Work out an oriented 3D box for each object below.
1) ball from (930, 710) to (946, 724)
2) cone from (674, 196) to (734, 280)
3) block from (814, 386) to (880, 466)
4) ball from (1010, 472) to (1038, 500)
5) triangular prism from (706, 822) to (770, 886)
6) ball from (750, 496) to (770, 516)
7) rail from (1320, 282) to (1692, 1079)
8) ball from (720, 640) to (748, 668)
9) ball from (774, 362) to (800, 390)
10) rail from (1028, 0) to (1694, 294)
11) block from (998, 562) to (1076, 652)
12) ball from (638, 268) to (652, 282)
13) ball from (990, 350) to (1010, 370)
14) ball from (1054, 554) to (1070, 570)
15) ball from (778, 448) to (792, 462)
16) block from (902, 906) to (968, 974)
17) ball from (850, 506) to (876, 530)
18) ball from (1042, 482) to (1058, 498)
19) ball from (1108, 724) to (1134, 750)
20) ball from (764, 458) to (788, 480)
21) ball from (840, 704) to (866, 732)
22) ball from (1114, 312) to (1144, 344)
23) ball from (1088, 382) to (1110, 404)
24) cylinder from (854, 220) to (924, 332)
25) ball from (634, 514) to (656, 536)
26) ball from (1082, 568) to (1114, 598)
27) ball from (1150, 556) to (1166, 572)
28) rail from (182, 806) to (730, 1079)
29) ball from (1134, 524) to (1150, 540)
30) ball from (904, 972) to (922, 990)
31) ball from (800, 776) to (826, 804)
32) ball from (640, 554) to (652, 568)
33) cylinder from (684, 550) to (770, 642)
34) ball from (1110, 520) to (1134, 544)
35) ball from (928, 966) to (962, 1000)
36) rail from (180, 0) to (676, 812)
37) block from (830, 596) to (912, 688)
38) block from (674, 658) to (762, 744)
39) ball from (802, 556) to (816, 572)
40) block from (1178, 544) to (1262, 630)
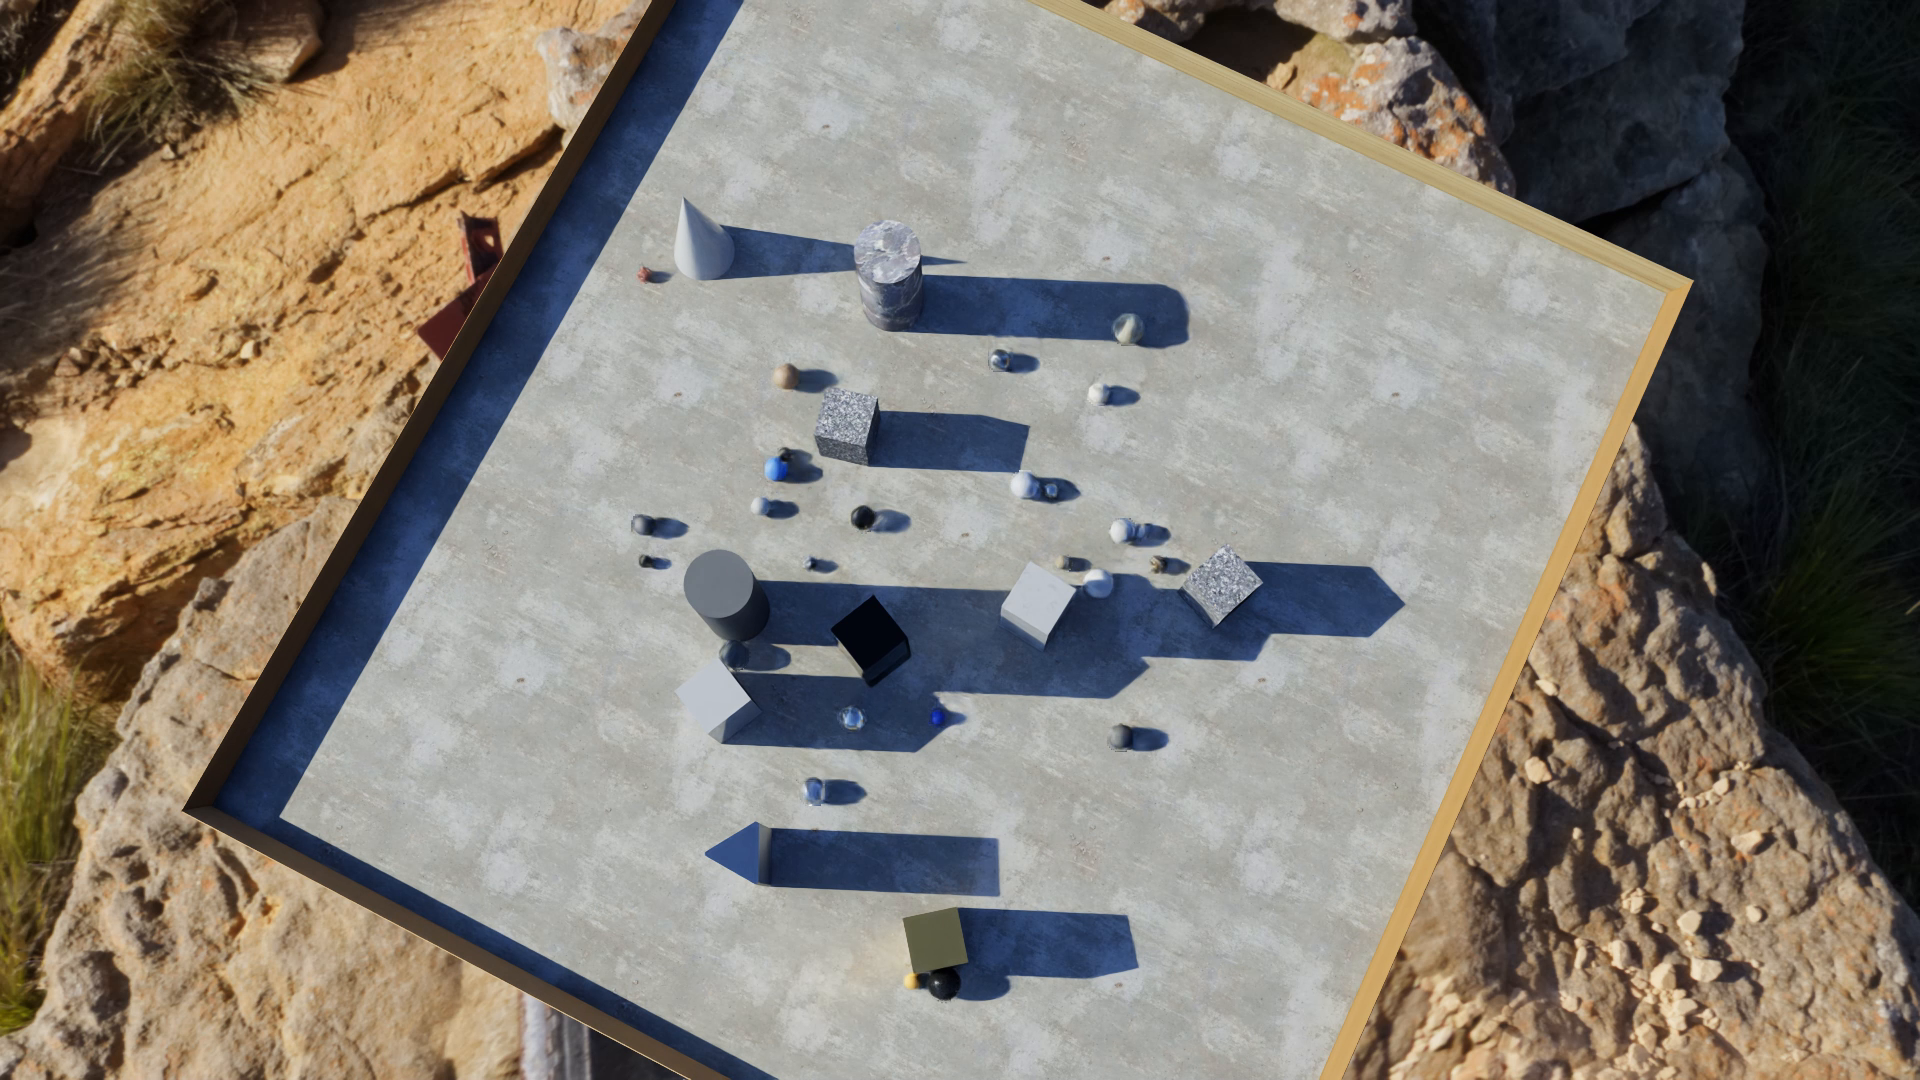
[{"bbox_3d":[-0.065,0.530,5.484,0.045,0.045,0.045,0,78,0],"label":"ball"},{"bbox_3d":[-0.810,-0.960,5.583,0.195,0.455,0.195,0,78,0],"label":"cone"},{"bbox_3d":[-0.339,-0.343,5.560,0.156,0.249,0.156,13,79,3],"label":"block"},{"bbox_3d":[0.198,-0.167,5.608,0.084,0.084,0.084,0,78,0],"label":"ball"},{"bbox_3d":[-0.598,0.882,5.250,0.169,0.361,0.146,29,80,6],"label":"triangular prism"},{"bbox_3d":[-0.610,-0.102,5.607,0.060,0.060,0.060,0,78,0],"label":"ball"},{"bbox_3d":[1.466,0.725,5.401,0.045,0.127,3.477,26,80,5],"label":"rail"},{"bbox_3d":[-0.680,0.344,5.501,0.086,0.086,0.086,0,78,0],"label":"ball"},{"bbox_3d":[-0.538,-0.508,5.680,0.082,0.082,0.082,0,78,0],"label":"ball"},{"bbox_3d":[0.767,-1.495,5.860,3.326,0.127,0.045,26,80,5],"label":"rail"},{"bbox_3d":[0.226,0.200,5.400,0.156,0.343,0.156,31,80,6],"label":"block"},{"bbox_3d":[-0.994,-0.837,5.768,0.043,0.043,0.043,0,78,0],"label":"ball"},{"bbox_3d":[0.124,-0.560,5.699,0.066,0.066,0.066,0,78,0],"label":"ball"},{"bbox_3d":[0.312,0.068,5.579,0.047,0.047,0.047,0,78,0],"label":"ball"},{"bbox_3d":[-0.539,-0.264,5.649,0.043,0.043,0.043,0,78,0],"label":"ball"},{"bbox_3d":[-0.069,1.143,5.243,0.156,0.269,0.156,-11,79,-2],"label":"block"},{"bbox_3d":[-0.297,-0.067,5.591,0.076,0.076,0.076,0,78,0],"label":"ball"},{"bbox_3d":[0.278,-0.151,5.624,0.048,0.048,0.048,0,78,0],"label":"ball"},{"bbox_3d":[0.479,0.586,5.457,0.075,0.075,0.075,0,78,0],"label":"ball"},{"bbox_3d":[-0.565,-0.218,5.625,0.073,0.073,0.073,0,78,0],"label":"ball"},{"bbox_3d":[-0.319,0.530,5.466,0.081,0.081,0.081,0,78,0],"label":"ball"},{"bbox_3d":[0.526,-0.659,5.703,0.098,0.098,0.098,0,78,0],"label":"ball"},{"bbox_3d":[0.432,-0.456,5.677,0.067,0.067,0.067,0,78,0],"label":"ball"},{"bbox_3d":[-0.211,-0.794,5.552,0.195,0.448,0.195,0,78,0],"label":"cylinder"},{"bbox_3d":[-0.964,-0.045,5.592,0.066,0.066,0.066,0,78,0],"label":"ball"},{"bbox_3d":[0.418,0.132,5.543,0.091,0.091,0.091,0,78,0],"label":"ball"},{"bbox_3d":[0.601,0.074,5.575,0.052,0.052,0.052,0,78,0],"label":"ball"},{"bbox_3d":[-0.767,1.509,5.239,3.326,0.127,0.045,26,80,5],"label":"rail"},{"bbox_3d":[0.555,-0.026,5.597,0.048,0.048,0.048,0,78,0],"label":"ball"},{"bbox_3d":[-0.136,1.282,5.326,0.049,0.049,0.049,0,78,0],"label":"ball"},{"bbox_3d":[-0.434,0.741,5.423,0.079,0.079,0.079,0,78,0],"label":"ball"},{"bbox_3d":[-0.957,0.066,5.582,0.041,0.041,0.041,0,78,0],"label":"ball"},{"bbox_3d":[-0.675,0.168,5.347,0.195,0.459,0.195,0,78,0],"label":"cylinder"},{"bbox_3d":[0.494,-0.025,5.583,0.077,0.077,0.077,0,78,0],"label":"ball"},{"bbox_3d":[-0.045,1.283,5.301,0.097,0.097,0.097,0,78,0],"label":"ball"},{"bbox_3d":[-1.466,-0.711,5.698,0.045,0.127,3.477,26,80,5],"label":"rail"},{"bbox_3d":[-0.257,0.302,5.356,0.156,0.387,0.156,-38,81,-7],"label":"block"},{"bbox_3d":[-0.703,0.473,5.359,0.156,0.312,0.156,-38,81,-7],"label":"block"},{"bbox_3d":[-0.459,0.072,5.579,0.045,0.045,0.045,0,78,0],"label":"ball"},{"bbox_3d":[0.772,0.142,5.457,0.156,0.255,0.156,-41,81,-8],"label":"block"}]
